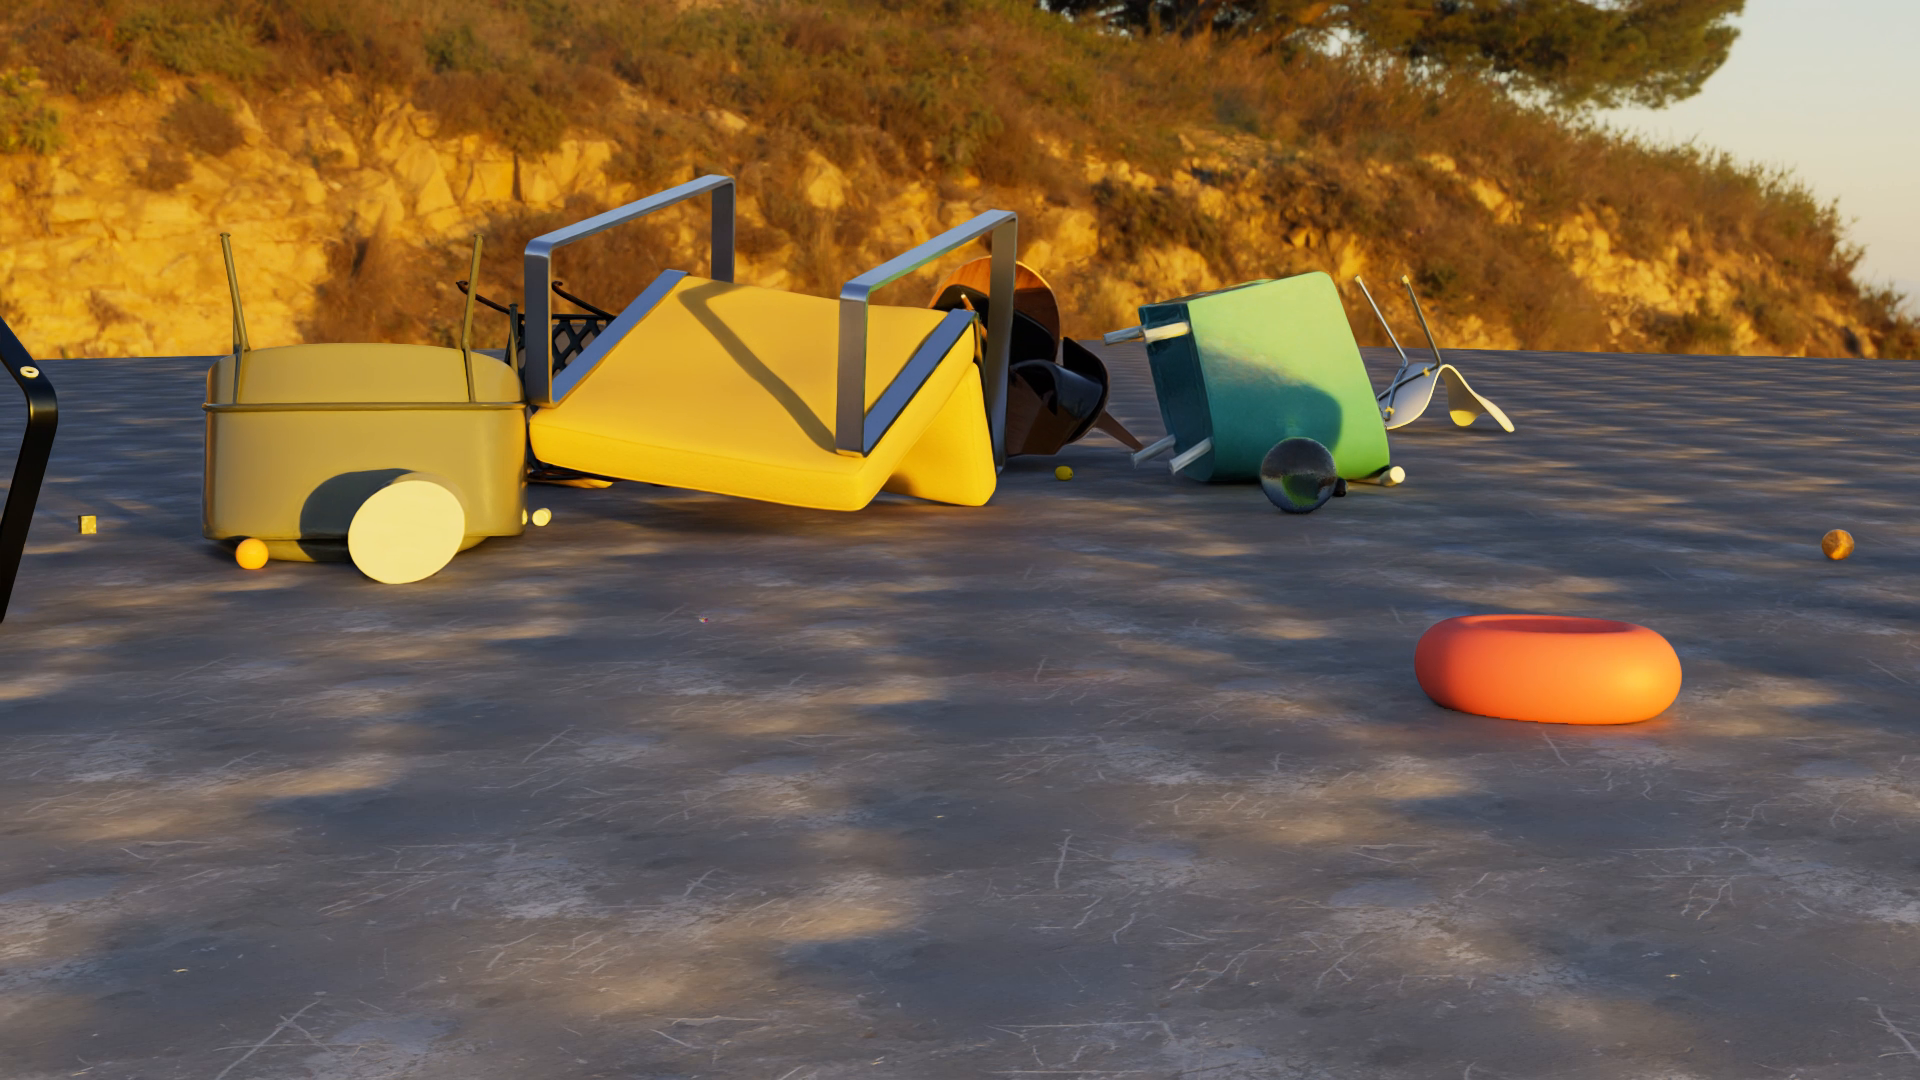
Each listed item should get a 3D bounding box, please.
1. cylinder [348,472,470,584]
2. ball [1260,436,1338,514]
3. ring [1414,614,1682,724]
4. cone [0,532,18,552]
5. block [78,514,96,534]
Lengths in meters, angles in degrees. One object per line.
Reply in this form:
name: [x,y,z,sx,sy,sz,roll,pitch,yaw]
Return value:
cylinder: [-1.204,-0.029,5.619,0.255,0.211,0.253,-29,9,-5]
ball: [0.940,-0.180,7.119,0.213,0.213,0.213,0,6,0]
ring: [0.884,0.193,3.880,0.421,0.136,0.250,3,8,38]
cone: [-2.357,-0.020,6.146,0.223,0.242,0.172,25,51,0]
block: [-2.243,-0.041,6.591,0.035,0.044,0.037,-4,7,-32]
